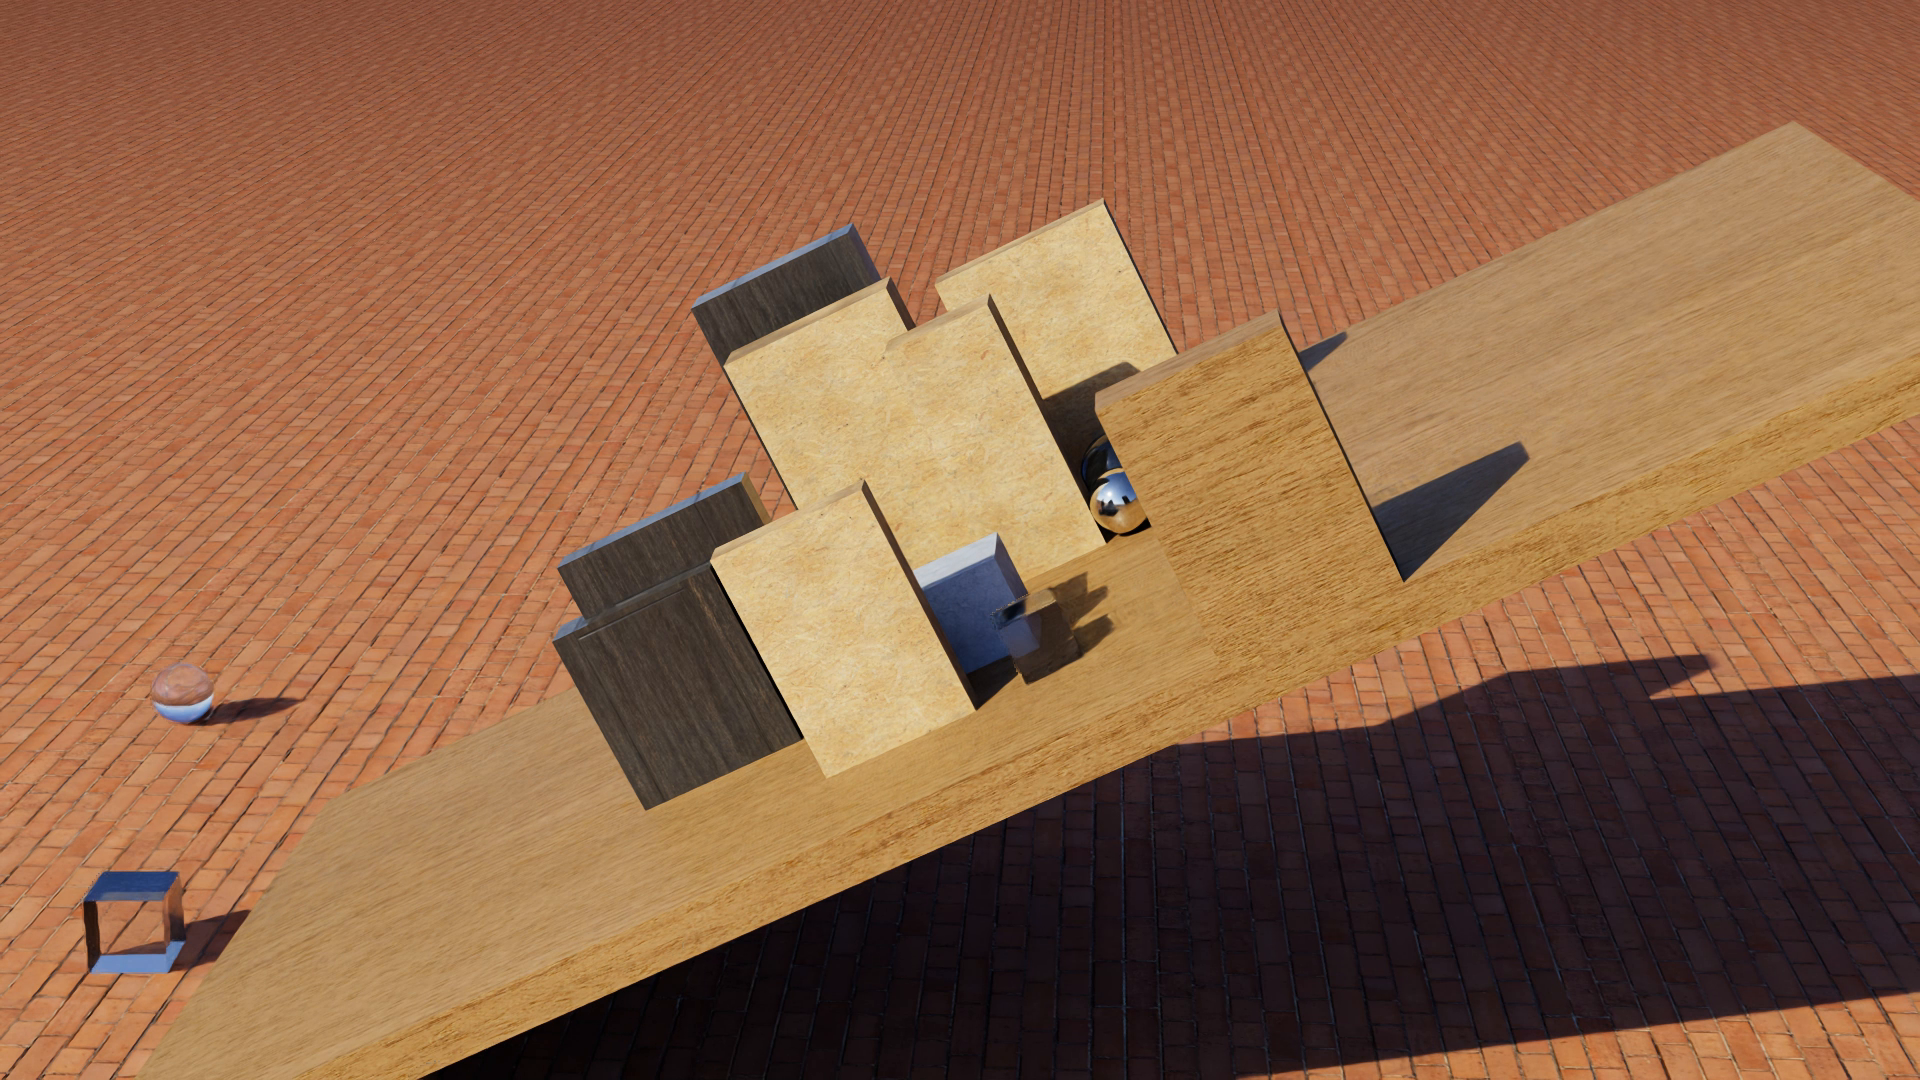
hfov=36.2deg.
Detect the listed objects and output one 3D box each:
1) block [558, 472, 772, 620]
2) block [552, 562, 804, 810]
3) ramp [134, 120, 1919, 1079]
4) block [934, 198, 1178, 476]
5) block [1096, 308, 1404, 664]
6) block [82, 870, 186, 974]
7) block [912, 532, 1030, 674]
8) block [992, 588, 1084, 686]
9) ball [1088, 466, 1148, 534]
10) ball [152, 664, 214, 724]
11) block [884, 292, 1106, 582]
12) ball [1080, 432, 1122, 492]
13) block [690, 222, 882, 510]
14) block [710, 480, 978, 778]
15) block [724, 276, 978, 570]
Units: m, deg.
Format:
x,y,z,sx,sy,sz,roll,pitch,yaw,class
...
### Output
x,y,z,sx,sy,sz,roll,pitch,yaw,class
-0.514,0.189,6.083,0.427,0.533,0.083,-25,14,10,block
-0.577,0.294,6.077,0.366,0.409,0.110,-25,14,10,block
0.138,0.168,6.281,4.000,0.100,2.000,-25,14,10,ramp
0.267,-0.400,6.623,0.417,0.612,0.083,-25,14,10,block
0.512,-0.093,5.215,0.355,0.515,0.138,-25,14,10,block
-1.915,0.886,6.826,0.179,0.179,0.179,0,16,-1,block
0.028,0.134,5.983,0.194,0.194,0.194,-25,14,9,block
0.150,0.186,5.706,0.124,0.124,0.124,-27,13,0,block
0.348,-0.086,6.303,0.144,0.144,0.144,0,16,0,ball
-2.214,0.437,8.372,0.172,0.172,0.172,0,16,0,ball
0.080,-0.211,6.340,0.244,0.581,0.132,-25,14,10,block
0.357,-0.153,6.451,0.184,0.184,0.184,0,16,0,ball
-0.265,-0.301,6.917,0.410,0.775,0.132,-25,14,10,block
-0.221,0.173,5.673,0.324,0.490,0.081,-25,14,10,block
-0.187,-0.192,6.573,0.400,0.676,0.141,-25,14,10,block
